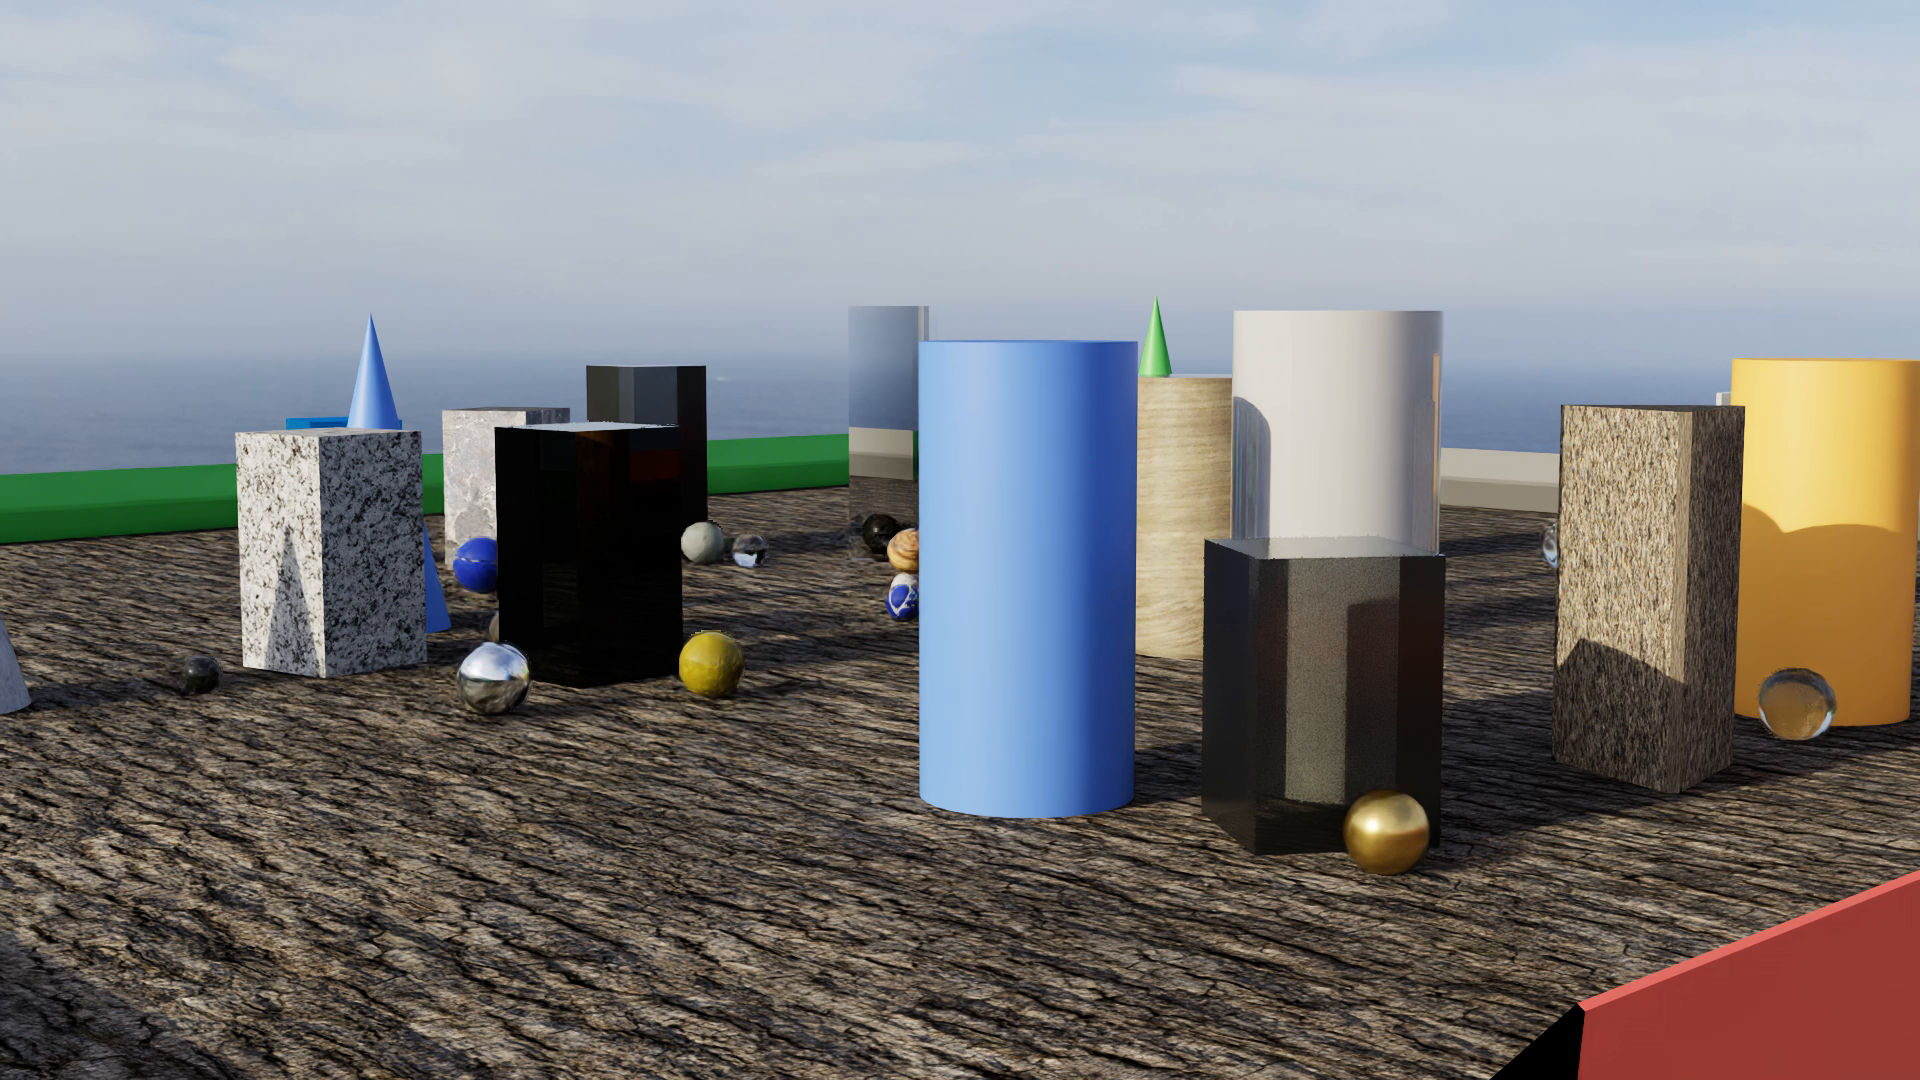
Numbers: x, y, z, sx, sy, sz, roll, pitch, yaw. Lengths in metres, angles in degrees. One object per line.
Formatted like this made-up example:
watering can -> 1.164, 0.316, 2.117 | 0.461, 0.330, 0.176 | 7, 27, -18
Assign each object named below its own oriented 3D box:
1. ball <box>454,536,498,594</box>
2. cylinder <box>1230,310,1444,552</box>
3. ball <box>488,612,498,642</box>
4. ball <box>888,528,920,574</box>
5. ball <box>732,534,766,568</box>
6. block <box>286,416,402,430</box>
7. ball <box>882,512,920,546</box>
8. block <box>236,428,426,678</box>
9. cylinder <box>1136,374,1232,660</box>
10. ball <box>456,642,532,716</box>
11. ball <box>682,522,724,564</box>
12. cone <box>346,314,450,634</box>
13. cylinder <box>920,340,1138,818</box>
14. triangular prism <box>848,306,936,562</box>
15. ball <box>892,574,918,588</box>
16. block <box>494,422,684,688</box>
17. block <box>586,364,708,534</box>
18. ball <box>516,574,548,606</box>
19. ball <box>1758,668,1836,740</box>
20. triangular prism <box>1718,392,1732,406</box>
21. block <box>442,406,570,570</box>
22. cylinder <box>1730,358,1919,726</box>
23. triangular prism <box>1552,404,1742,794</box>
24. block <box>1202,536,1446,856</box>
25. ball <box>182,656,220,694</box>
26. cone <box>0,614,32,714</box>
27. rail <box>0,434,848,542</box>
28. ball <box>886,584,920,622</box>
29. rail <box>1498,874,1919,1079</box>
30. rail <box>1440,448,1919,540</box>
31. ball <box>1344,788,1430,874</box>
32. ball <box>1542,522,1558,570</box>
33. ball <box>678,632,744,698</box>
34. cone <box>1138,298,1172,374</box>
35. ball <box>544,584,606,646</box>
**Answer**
ball -> -0.752, 0.040, 3.469 | 0.091, 0.091, 0.091 | 0, 6, 0
cylinder -> 0.360, 0.003, 2.119 | 0.199, 0.444, 0.199 | 0, 6, 0
ball -> -0.556, 0.115, 2.764 | 0.072, 0.072, 0.072 | 0, 6, 0
ball -> -0.084, 0.020, 3.728 | 0.077, 0.077, 0.077 | 0, 6, 0
ball -> -0.366, 0.018, 3.817 | 0.061, 0.061, 0.061 | 0, 6, 0
block -> -1.083, -0.085, 3.875 | 0.159, 0.255, 0.159 | -4, 7, -31
ball -> -0.106, -0.014, 4.058 | 0.075, 0.075, 0.075 | 0, 6, 0
block -> -0.790, 0.011, 2.768 | 0.159, 0.294, 0.159 | 4, 7, 35
cylinder -> 0.314, -0.036, 2.900 | 0.199, 0.360, 0.199 | 0, 6, 0
ball -> -0.515, 0.153, 2.430 | 0.081, 0.081, 0.081 | 0, 6, 0
ball -> -0.454, 0.005, 3.874 | 0.076, 0.076, 0.076 | 0, 6, 0
cone -> -0.819, -0.097, 3.077 | 0.199, 0.444, 0.199 | 0, 6, 0
cylinder -> 0.062, 0.027, 2.014 | 0.199, 0.417, 0.199 | 0, 6, 0
triangular prism -> -0.086, -0.193, 3.954 | 0.172, 0.453, 0.149 | 4, 7, 34
ball -> -0.085, 0.072, 3.392 | 0.042, 0.042, 0.042 | 0, 6, 0
block -> -0.454, 0.013, 2.693 | 0.159, 0.304, 0.159 | 5, 8, 42
block -> -0.583, -0.153, 4.100 | 0.159, 0.344, 0.159 | -5, 8, -41
ball -> -0.649, 0.076, 3.334 | 0.046, 0.046, 0.046 | 0, 6, 0
ball -> 0.870, 0.170, 2.285 | 0.076, 0.076, 0.076 | 0, 6, 0
triangular prism -> 1.210, -0.062, 3.316 | 0.172, 0.324, 0.149 | 1, 6, 7
block -> -0.785, -0.090, 3.824 | 0.159, 0.275, 0.159 | 2, 6, 18
cylinder -> 0.956, -0.005, 2.444 | 0.199, 0.391, 0.199 | 0, 6, 0
triangular prism -> 0.650, 0.047, 2.131 | 0.149, 0.353, 0.172 | 4, 7, 36
block -> 0.307, 0.128, 1.881 | 0.159, 0.245, 0.159 | -1, 6, -10
ball -> -0.885, 0.157, 2.566 | 0.044, 0.044, 0.044 | 0, 6, 0
cone -> -1.153, 0.006, 2.456 | 0.199, 0.367, 0.199 | 0, 6, 0
rail -> -1.280, -0.110, 4.711 | 4.015, 0.129, 0.045 | -5, 8, -42
ball -> -0.079, 0.090, 3.161 | 0.055, 0.055, 0.055 | 0, 6, 0
rail -> 1.280, 0.177, 1.952 | 4.015, 0.129, 0.045 | -5, 8, -42
rail -> 1.458, -0.106, 4.670 | 0.045, 0.129, 3.822 | -5, 8, -42
ball -> 0.339, 0.231, 1.745 | 0.068, 0.068, 0.068 | 0, 6, 0
ball -> 1.039, 0.010, 3.731 | 0.096, 0.096, 0.096 | 0, 6, 0
ball -> -0.287, 0.144, 2.538 | 0.076, 0.076, 0.076 | 0, 6, 0
cone -> 0.283, -0.122, 3.199 | 0.199, 0.469, 0.199 | 0, 6, 0
ball -> -0.512, 0.101, 2.926 | 0.082, 0.082, 0.082 | 0, 6, 0
